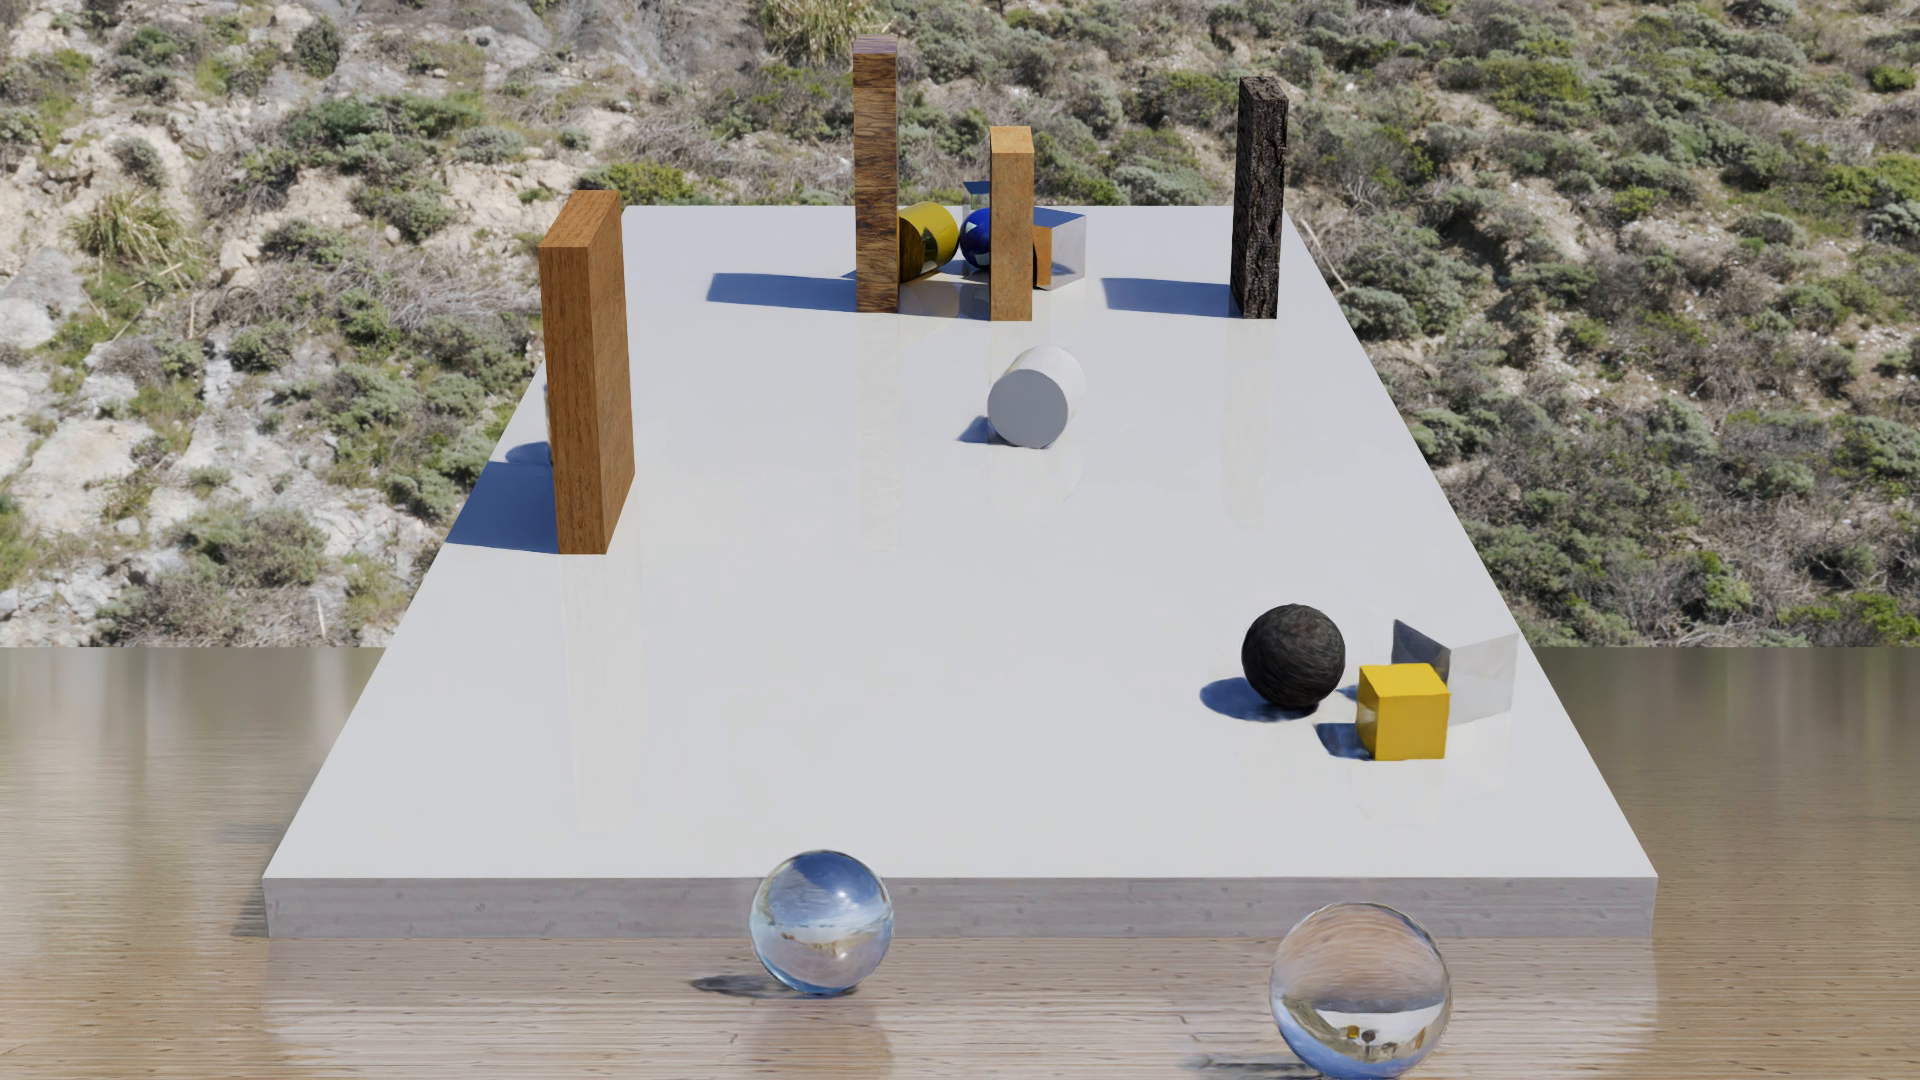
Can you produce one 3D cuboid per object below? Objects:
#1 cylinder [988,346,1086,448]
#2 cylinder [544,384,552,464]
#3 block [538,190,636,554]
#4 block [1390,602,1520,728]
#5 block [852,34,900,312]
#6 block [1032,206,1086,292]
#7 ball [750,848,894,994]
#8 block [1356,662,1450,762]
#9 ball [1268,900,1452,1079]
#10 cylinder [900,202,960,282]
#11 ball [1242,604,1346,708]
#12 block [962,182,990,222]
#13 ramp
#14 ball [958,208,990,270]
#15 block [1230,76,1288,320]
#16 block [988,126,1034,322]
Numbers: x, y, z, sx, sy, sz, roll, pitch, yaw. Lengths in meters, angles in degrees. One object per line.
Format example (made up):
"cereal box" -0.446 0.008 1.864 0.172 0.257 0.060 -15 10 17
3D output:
"cylinder" 0.169 -0.315 5.023 0.179 0.179 0.179 -1 21 17
"cylinder" -0.798 -0.250 4.881 0.162 0.162 0.162 0 22 0
"block" -0.725 -0.336 4.502 0.090 0.606 0.443 0 22 0
"block" 0.813 0.205 3.791 0.142 0.142 0.142 -11 25 -26
"block" -0.214 -0.947 5.936 0.106 0.665 0.279 0 22 0
"block" 0.220 -0.788 6.200 0.172 0.172 0.172 15 26 32
"ball" -0.168 0.465 2.800 0.175 0.175 0.175 0 -3 0
"block" 0.704 0.274 3.659 0.114 0.114 0.114 -2 22 -6
"ball" 0.389 0.440 2.240 0.176 0.176 0.176 0 -3 0
"cylinder" -0.128 -0.810 6.236 0.185 0.185 0.185 -2 18 32
"ball" 0.550 0.191 3.785 0.172 0.172 0.172 0 -3 0
"block" 0.096 -0.932 6.575 0.158 0.158 0.158 -3 22 -8
"ramp" -0.007 -0.221 5.162 2.000 0.100 4.000 0 22 0
"ball" 0.081 -0.825 6.294 0.173 0.173 0.173 0 -3 0
"block" 0.768 -0.884 5.920 0.086 0.563 0.305 0 22 0
"block" 0.131 -0.819 5.930 0.105 0.434 0.320 0 22 0
